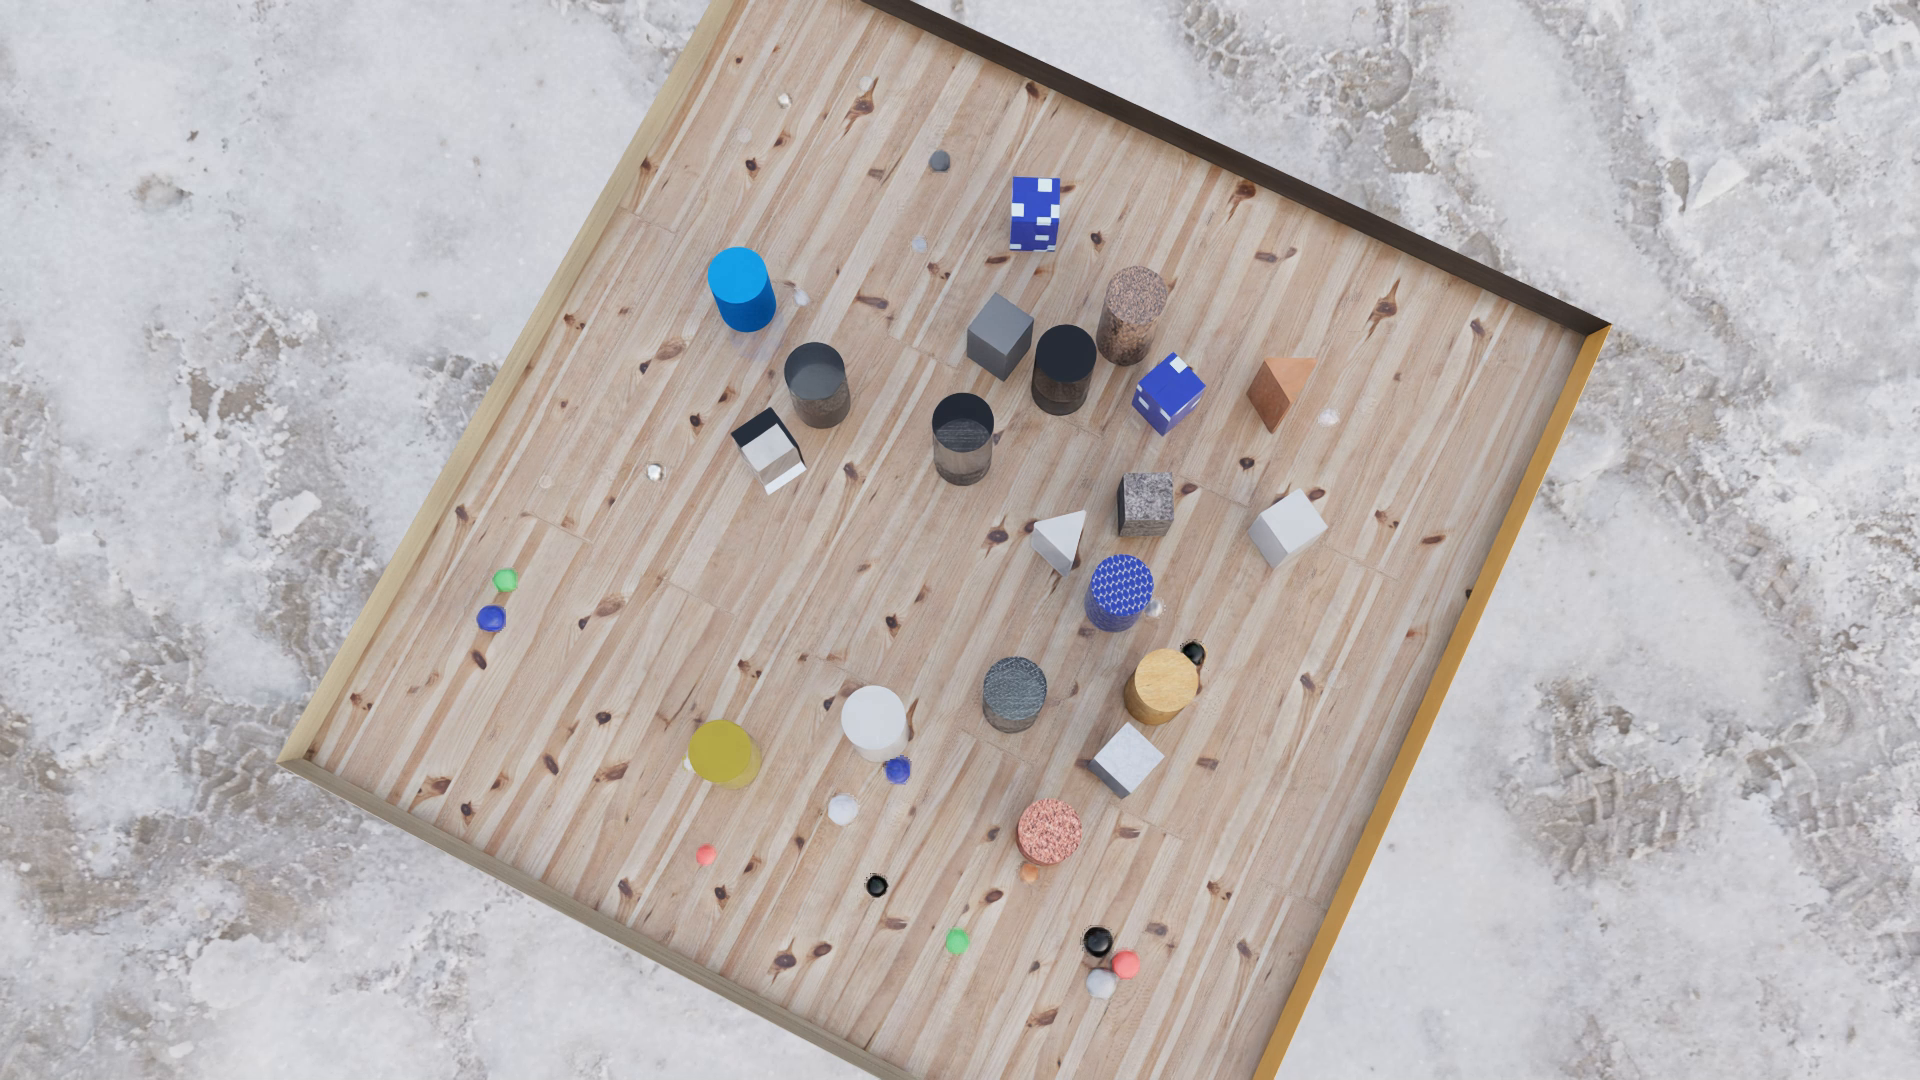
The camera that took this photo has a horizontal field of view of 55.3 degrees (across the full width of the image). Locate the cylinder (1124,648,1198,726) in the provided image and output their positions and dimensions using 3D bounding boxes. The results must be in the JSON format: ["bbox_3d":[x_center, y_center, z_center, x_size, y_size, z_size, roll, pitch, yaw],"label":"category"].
[{"bbox_3d":[0.581,0.432,5.338,0.179,0.371,0.179,0,78,0],"label":"cylinder"}]

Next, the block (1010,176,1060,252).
[{"bbox_3d":[0.231,-1.010,5.698,0.143,0.249,0.143,2,78,0],"label":"block"}]

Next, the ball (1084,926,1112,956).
[{"bbox_3d":[0.401,1.168,5.331,0.086,0.086,0.086,0,78,0],"label":"ball"}]

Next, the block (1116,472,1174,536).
[{"bbox_3d":[0.556,-0.105,5.516,0.143,0.238,0.143,-1,78,0],"label":"block"}]

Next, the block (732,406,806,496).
[{"bbox_3d":[-0.573,-0.265,5.517,0.143,0.302,0.143,-35,80,-7],"label":"block"}]

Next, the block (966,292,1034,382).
[{"bbox_3d":[0.122,-0.618,5.603,0.143,0.277,0.143,36,81,7],"label":"block"}]

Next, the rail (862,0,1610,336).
[{"bbox_3d":[0.660,-1.287,5.822,2.990,0.116,0.045,26,80,5],"label":"rail"}]

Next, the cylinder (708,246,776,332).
[{"bbox_3d":[-0.668,-0.767,5.633,0.179,0.277,0.179,0,78,0],"label":"cylinder"}]

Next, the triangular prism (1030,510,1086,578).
[{"bbox_3d":[0.318,-0.010,5.474,0.134,0.283,0.155,-44,82,-8],"label":"triangular prism"}]

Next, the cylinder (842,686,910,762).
[{"bbox_3d":[-0.240,0.535,5.294,0.179,0.415,0.179,0,78,0],"label":"cylinder"}]

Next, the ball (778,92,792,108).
[{"bbox_3d":[-0.563,-1.413,5.884,0.047,0.047,0.047,0,78,0],"label":"ball"}]

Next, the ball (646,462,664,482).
[{"bbox_3d":[-0.938,-0.208,5.630,0.058,0.058,0.058,0,78,0],"label":"ball"}]

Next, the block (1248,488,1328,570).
[{"bbox_3d":[0.979,-0.031,5.491,0.143,0.257,0.143,-33,80,-6],"label":"block"}]

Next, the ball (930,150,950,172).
[{"bbox_3d":[-0.064,-1.205,5.830,0.069,0.069,0.069,0,78,0],"label":"ball"}]

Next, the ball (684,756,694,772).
[{"bbox_3d":[-0.795,0.661,5.430,0.047,0.047,0.047,0,78,0],"label":"ball"}]

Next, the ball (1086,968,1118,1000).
[{"bbox_3d":[0.410,1.284,5.305,0.089,0.089,0.089,0,78,0],"label":"ball"}]

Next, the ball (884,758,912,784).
[{"bbox_3d":[-0.184,0.685,5.435,0.077,0.077,0.077,0,78,0],"label":"ball"}]

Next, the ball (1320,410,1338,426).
[{"bbox_3d":[1.142,-0.378,5.667,0.053,0.053,0.053,0,78,0],"label":"ball"}]

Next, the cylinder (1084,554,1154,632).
[{"bbox_3d":[0.467,0.161,5.419,0.179,0.320,0.179,0,78,0],"label":"cylinder"}]

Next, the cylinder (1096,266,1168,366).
[{"bbox_3d":[0.516,-0.673,5.546,0.179,0.409,0.179,0,78,0],"label":"cylinder"}]

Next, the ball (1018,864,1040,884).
[{"bbox_3d":[0.202,0.980,5.378,0.060,0.060,0.060,0,78,0],"label":"ball"}]

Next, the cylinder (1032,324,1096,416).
[{"bbox_3d":[0.311,-0.510,5.538,0.179,0.360,0.179,0,78,0],"label":"cylinder"}]

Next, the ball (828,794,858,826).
[{"bbox_3d":[-0.347,0.796,5.406,0.089,0.089,0.089,0,78,0],"label":"ball"}]

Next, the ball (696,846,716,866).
[{"bbox_3d":[-0.749,0.930,5.394,0.058,0.058,0.058,0,78,0],"label":"ball"}]

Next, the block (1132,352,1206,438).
[{"bbox_3d":[0.634,-0.441,5.586,0.143,0.238,0.143,-41,81,-8],"label":"block"}]

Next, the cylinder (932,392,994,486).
[{"bbox_3d":[0.009,-0.295,5.465,0.179,0.416,0.179,0,78,0],"label":"cylinder"}]

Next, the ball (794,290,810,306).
[{"bbox_3d":[-0.496,-0.758,5.747,0.050,0.050,0.050,0,78,0],"label":"ball"}]

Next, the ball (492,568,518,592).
[{"bbox_3d":[-1.379,0.122,5.555,0.071,0.071,0.071,0,78,0],"label":"ball"}]

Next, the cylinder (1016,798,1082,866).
[{"bbox_3d":[0.253,0.845,5.283,0.179,0.311,0.179,0,78,0],"label":"cylinder"}]

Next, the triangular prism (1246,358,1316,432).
[{"bbox_3d":[0.950,-0.462,5.532,0.134,0.352,0.155,30,80,6],"label":"triangular prism"}]

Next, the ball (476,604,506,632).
[{"bbox_3d":[-1.414,0.237,5.525,0.083,0.083,0.083,0,78,0],"label":"ball"}]

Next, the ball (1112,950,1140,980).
[{"bbox_3d":[0.482,1.233,5.319,0.082,0.082,0.082,0,78,0],"label":"ball"}]

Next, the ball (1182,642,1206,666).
[{"bbox_3d":[0.702,0.343,5.508,0.073,0.073,0.073,0,78,0],"label":"ball"}]

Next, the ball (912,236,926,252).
[{"bbox_3d":[-0.130,-0.934,5.784,0.049,0.049,0.049,0,78,0],"label":"ball"}]

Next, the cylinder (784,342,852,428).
[{"bbox_3d":[-0.428,-0.464,5.548,0.179,0.321,0.179,0,78,0],"label":"cylinder"}]

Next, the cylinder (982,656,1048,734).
[{"bbox_3d":[0.155,0.454,5.321,0.179,0.394,0.179,0,78,0],"label":"cylinder"}]

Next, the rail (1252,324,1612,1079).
[{"bbox_3d":[1.316,0.650,5.421,0.045,0.116,3.000,26,80,5],"label":"rail"}]

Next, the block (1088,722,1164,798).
[{"bbox_3d":[0.479,0.645,5.333,0.143,0.293,0.143,43,81,8],"label":"block"}]

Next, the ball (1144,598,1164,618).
[{"bbox_3d":[0.585,0.206,5.540,0.060,0.060,0.060,0,78,0],"label":"ball"}]

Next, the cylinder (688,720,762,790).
[{"bbox_3d":[-0.683,0.628,5.345,0.179,0.276,0.179,0,78,0],"label":"cylinder"}]

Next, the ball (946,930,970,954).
[{"bbox_3d":[-0.007,1.171,5.338,0.071,0.071,0.071,0,78,0],"label":"ball"}]

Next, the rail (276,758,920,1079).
[{"bbox_3d":[-0.660,1.299,5.287,2.990,0.116,0.045,26,80,5],"label":"rail"}]

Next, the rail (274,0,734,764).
[{"bbox_3d":[-1.316,-0.638,5.688,0.045,0.116,3.000,26,80,5],"label":"rail"}]

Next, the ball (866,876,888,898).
[{"bbox_3d":[-0.244,1.015,5.374,0.063,0.063,0.063,0,78,0],"label":"ball"}]
